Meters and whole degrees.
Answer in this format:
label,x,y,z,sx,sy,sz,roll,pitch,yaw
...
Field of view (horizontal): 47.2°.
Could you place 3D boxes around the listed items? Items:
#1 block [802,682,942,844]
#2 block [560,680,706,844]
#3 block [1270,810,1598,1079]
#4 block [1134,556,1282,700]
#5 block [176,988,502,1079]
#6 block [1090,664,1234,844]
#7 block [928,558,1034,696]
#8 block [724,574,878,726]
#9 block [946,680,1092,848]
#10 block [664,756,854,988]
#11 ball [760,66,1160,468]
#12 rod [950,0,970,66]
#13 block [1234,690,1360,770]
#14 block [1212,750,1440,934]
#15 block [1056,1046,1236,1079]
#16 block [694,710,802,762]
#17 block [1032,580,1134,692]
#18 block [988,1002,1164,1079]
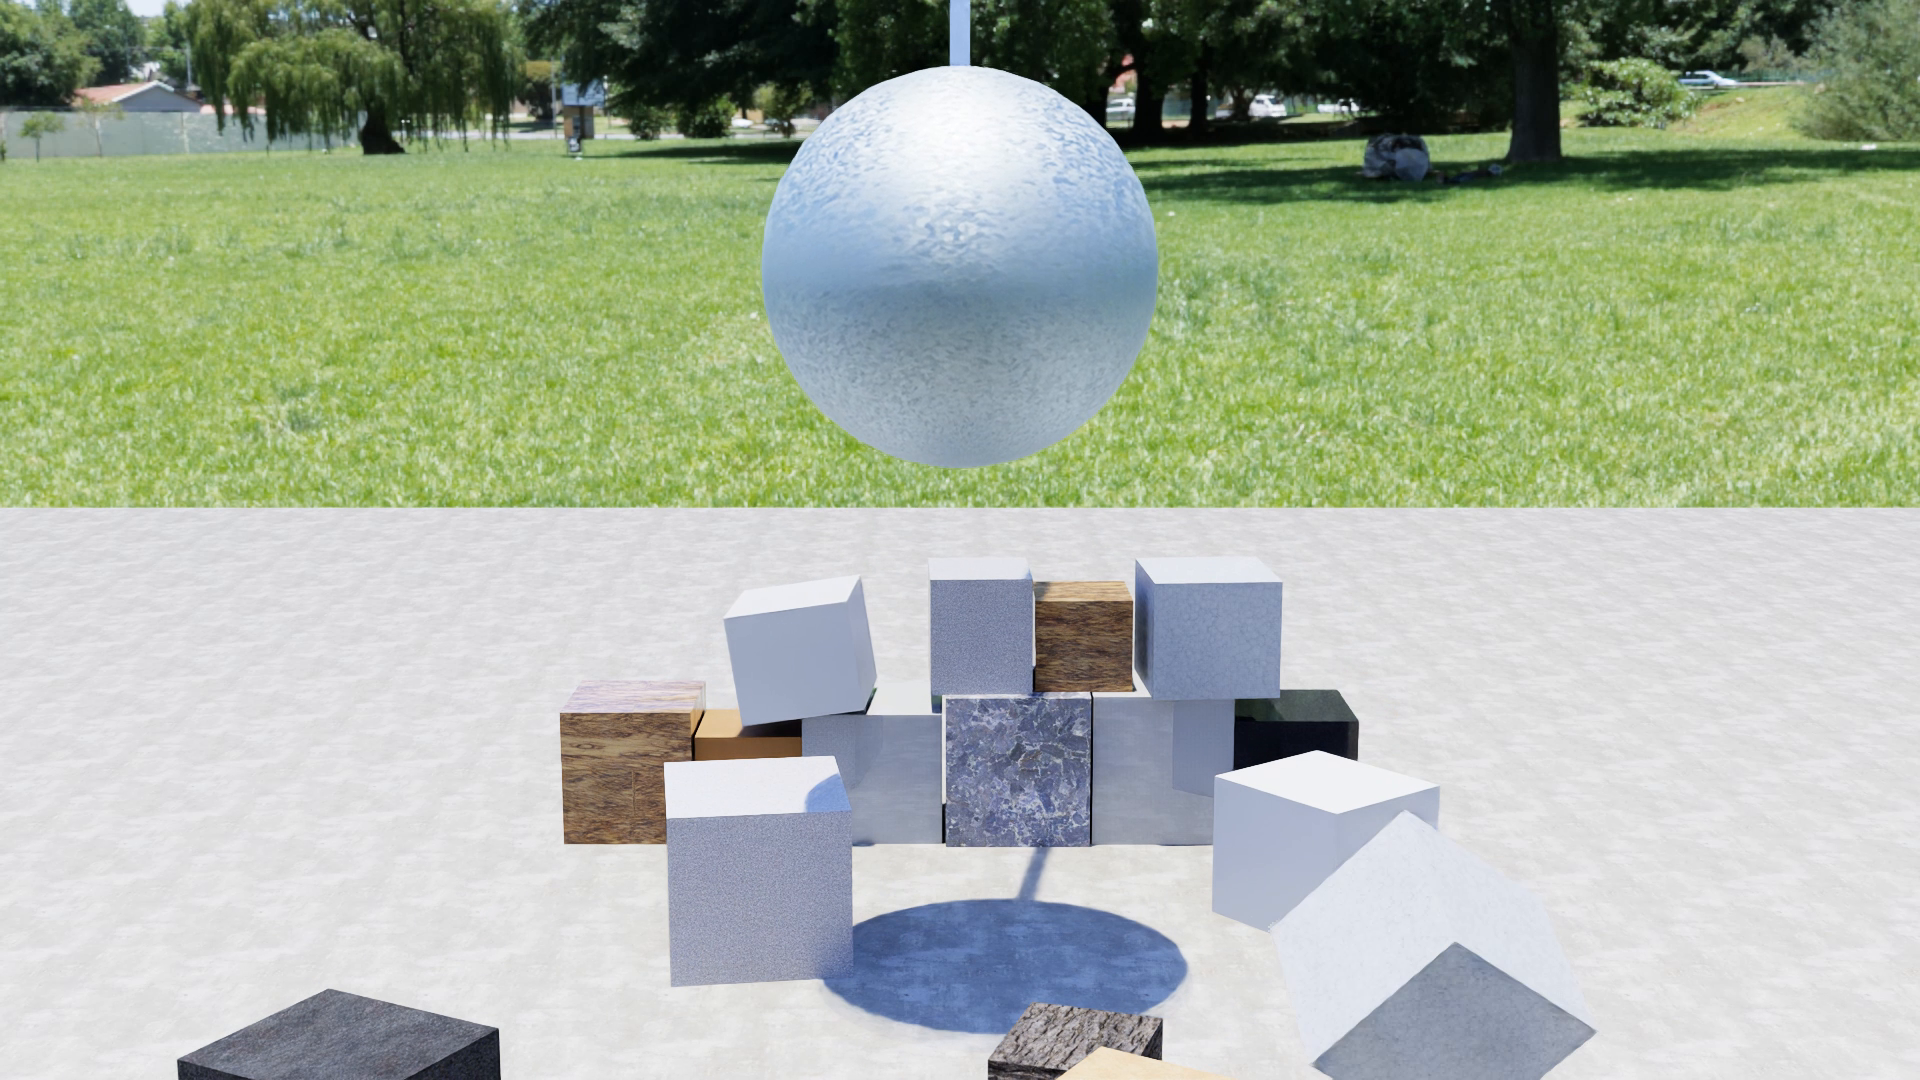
label,x,y,z,sx,sy,sz,roll,pitch,yaw
block,-0.441,1.146,11.381,0.700,0.673,0.662,0,10,0
block,-1.673,1.141,11.372,0.654,0.687,0.667,0,10,0
block,1.357,1.268,6.360,0.586,0.568,0.551,33,24,-23
block,1.252,0.440,11.196,0.634,0.590,0.671,-1,10,-4
block,-2.022,1.938,7.231,0.752,0.599,0.680,5,12,27
block,1.018,1.099,11.370,0.705,0.769,0.688,0,10,0
block,0.098,0.432,11.229,0.509,0.588,0.578,0,10,-2
block,-0.801,0.553,11.194,0.620,0.557,0.646,-8,10,5
block,0.290,1.099,11.365,0.724,0.772,0.753,0,10,0
block,-0.894,1.431,9.632,0.770,0.738,0.840,-1,10,-8
ball,0.000,-1.091,8.851,1.600,1.600,1.600,0,10,0
rod,0.000,-4.438,9.450,0.080,5.200,0.080,0,-10,0
block,1.689,1.163,11.394,0.623,0.636,0.653,0,10,0
block,1.659,1.408,10.010,0.687,0.649,0.738,-8,13,-38
block,0.565,2.014,6.632,0.648,0.663,0.610,6,12,31
block,-1.067,1.209,11.405,0.544,0.540,0.558,0,10,0
block,0.617,0.489,11.259,0.487,0.466,0.509,0,10,-1
block,0.394,1.935,7.423,0.468,0.536,0.520,3,11,18
